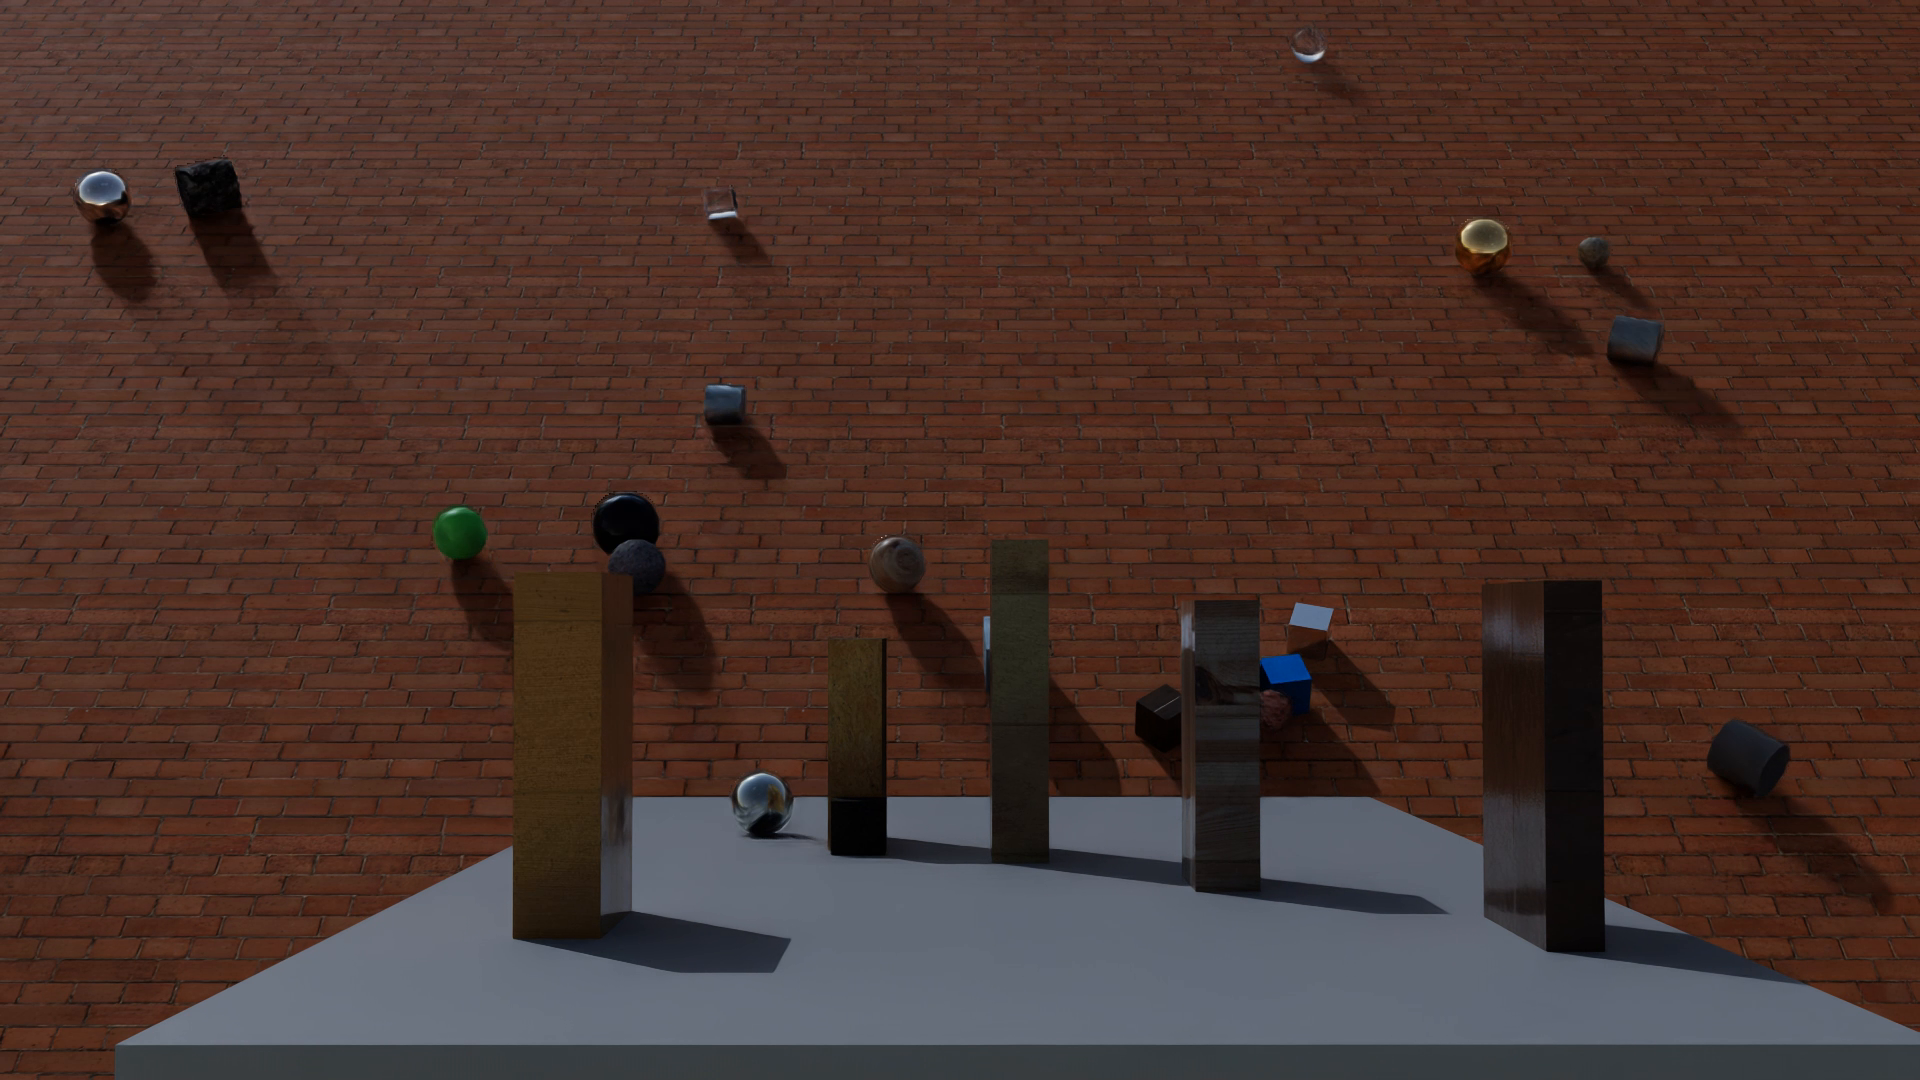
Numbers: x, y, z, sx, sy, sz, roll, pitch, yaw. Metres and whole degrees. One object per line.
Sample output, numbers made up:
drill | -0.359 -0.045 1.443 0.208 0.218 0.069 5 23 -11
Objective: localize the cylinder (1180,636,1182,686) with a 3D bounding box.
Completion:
cylinder | 0.707 0.348 7.286 0.179 0.179 0.179 1 35 2

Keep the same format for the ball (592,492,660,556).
ball | -1.005 -0.041 7.822 0.203 0.203 0.203 0 35 0

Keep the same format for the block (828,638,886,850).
block | -0.212 0.419 5.409 0.109 0.426 0.329 0 -2 0

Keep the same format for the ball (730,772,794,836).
ball | -0.428 0.570 5.620 0.137 0.137 0.137 0 35 0

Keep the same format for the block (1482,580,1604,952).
block | 0.861 0.323 3.858 0.082 0.519 0.433 0 -2 0

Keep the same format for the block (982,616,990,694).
block | 0.147 0.322 7.345 0.154 0.154 0.154 -2 35 -2

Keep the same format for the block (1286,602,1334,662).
block | 1.006 0.264 7.468 0.109 0.109 0.109 10 36 13

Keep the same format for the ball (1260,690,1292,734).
ball | 0.853 0.472 7.147 0.119 0.119 0.119 0 35 0

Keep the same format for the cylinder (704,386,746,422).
cylinder | -0.767 -0.443 8.469 0.118 0.118 0.118 3 35 3

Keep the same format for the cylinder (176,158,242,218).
cylinder | -2.790 -1.308 9.647 0.185 0.185 0.185 -18 39 -23

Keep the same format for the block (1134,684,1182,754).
block | 0.564 0.490 7.139 0.115 0.115 0.115 -27 43 -33

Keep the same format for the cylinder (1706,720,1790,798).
cylinder | 2.114 0.585 6.969 0.154 0.154 0.154 -29 44 -34

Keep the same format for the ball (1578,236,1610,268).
ball | 2.274 -1.031 9.314 0.115 0.115 0.115 0 35 0

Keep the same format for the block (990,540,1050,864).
block | 0.116 0.314 5.149 0.109 0.619 0.345 0 -2 0

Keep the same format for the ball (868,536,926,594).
ball | -0.186 0.074 7.687 0.169 0.169 0.169 0 35 0

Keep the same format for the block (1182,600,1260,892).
block | 0.458 0.356 4.585 0.111 0.498 0.272 0 -2 0

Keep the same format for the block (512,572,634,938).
block | -0.588 0.319 3.974 0.128 0.535 0.364 0 -2 0

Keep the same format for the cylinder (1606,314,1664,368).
cylinder | 2.277 -0.669 8.757 0.155 0.155 0.155 14 37 20

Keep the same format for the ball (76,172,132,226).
ball | -3.154 -1.258 9.566 0.198 0.198 0.198 0 35 0

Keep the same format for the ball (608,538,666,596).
ball | -0.955 0.080 7.679 0.168 0.168 0.168 0 35 0

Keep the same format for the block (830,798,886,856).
block | -0.201 0.571 5.187 0.107 0.107 0.107 0 -2 0

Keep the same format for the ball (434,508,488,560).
ball | -1.506 -0.019 7.829 0.159 0.159 0.159 0 35 0

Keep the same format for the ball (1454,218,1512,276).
ball | 1.865 -1.044 9.257 0.202 0.202 0.202 0 35 0

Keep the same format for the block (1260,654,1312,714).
block | 0.906 0.406 7.257 0.117 0.117 0.117 -6 35 -9

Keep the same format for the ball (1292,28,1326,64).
ball | 1.442 -2.043 10.736 0.144 0.144 0.144 0 35 0

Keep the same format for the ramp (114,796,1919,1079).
ramp | 0.077 0.664 4.833 2.000 0.100 4.000 0 -2 0
